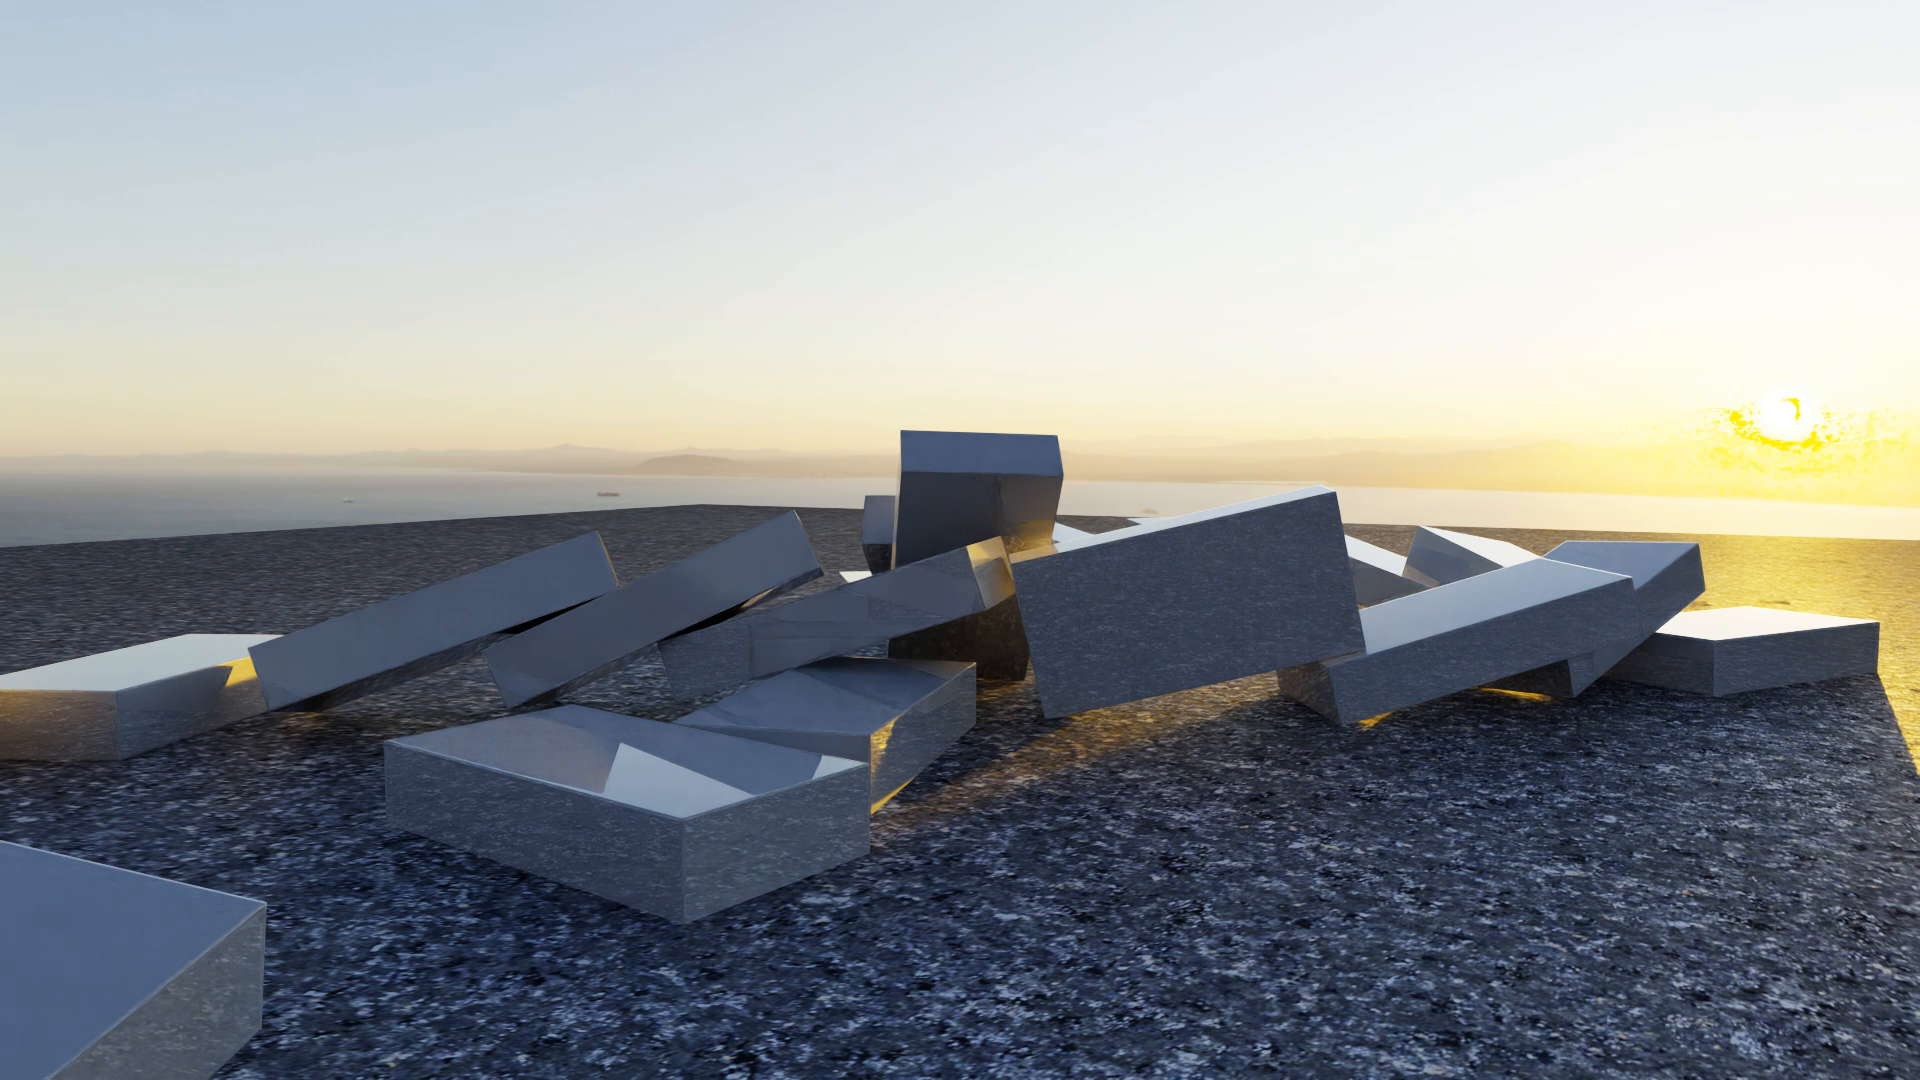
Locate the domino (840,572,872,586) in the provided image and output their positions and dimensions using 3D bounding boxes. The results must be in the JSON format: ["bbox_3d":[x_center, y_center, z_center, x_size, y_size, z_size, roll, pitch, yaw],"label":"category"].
[{"bbox_3d":[-0.004,0.014,0.324,0.050,0.010,0.025,-1,4,-10],"label":"domino"}]

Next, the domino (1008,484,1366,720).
[{"bbox_3d":[0.035,0.010,0.199,0.050,0.025,0.010,-13,8,3],"label":"domino"}]

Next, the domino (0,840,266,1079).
[{"bbox_3d":[-0.071,0.026,0.072,0.050,0.009,0.025,12,15,4],"label":"domino"}]

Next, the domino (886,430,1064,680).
[{"bbox_3d":[0.001,0.004,0.217,0.025,0.050,0.009,1,45,-5],"label":"domino"}]

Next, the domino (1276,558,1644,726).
[{"bbox_3d":[0.079,0.016,0.207,0.050,0.010,0.025,-16,8,-5],"label":"domino"}]

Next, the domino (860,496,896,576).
[{"bbox_3d":[-0.003,0.007,0.246,0.025,0.010,0.050,0,-26,5],"label":"domino"}]

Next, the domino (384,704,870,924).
[{"bbox_3d":[-0.037,0.027,0.138,0.050,0.009,0.025,3,5,37],"label":"domino"}]

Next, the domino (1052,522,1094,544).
[{"bbox_3d":[0.036,0.006,0.342,0.050,0.009,0.025,19,12,26],"label":"domino"}]

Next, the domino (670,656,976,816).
[{"bbox_3d":[-0.016,0.025,0.174,0.025,0.010,0.050,1,4,15],"label":"domino"}]

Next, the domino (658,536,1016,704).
[{"bbox_3d":[-0.018,0.012,0.199,0.050,0.009,0.025,-17,0,13],"label":"domino"}]

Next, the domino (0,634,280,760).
[{"bbox_3d":[-0.124,0.023,0.198,0.025,0.009,0.050,0,4,4],"label":"domino"}]

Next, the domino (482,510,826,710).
[{"bbox_3d":[-0.046,0.011,0.202,0.050,0.010,0.025,-25,-2,-5],"label":"domino"}]

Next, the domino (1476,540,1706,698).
[{"bbox_3d":[0.110,0.013,0.232,0.050,0.010,0.025,-23,14,-34],"label":"domino"}]

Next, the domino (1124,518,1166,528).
[{"bbox_3d":[0.069,0.006,0.328,0.050,0.010,0.025,23,16,36],"label":"domino"}]

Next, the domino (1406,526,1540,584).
[{"bbox_3d":[0.123,0.010,0.283,0.025,0.010,0.050,10,13,-14],"label":"domino"}]

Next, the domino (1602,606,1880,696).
[{"bbox_3d":[0.144,0.020,0.239,0.050,0.009,0.025,-2,5,-28],"label":"domino"}]

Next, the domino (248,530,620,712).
[{"bbox_3d":[-0.078,0.013,0.197,0.050,0.010,0.025,-20,-3,-14],"label":"domino"}]

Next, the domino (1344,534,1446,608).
[{"bbox_3d":[0.096,0.008,0.307,0.025,0.009,0.050,2,17,-40],"label":"domino"}]
